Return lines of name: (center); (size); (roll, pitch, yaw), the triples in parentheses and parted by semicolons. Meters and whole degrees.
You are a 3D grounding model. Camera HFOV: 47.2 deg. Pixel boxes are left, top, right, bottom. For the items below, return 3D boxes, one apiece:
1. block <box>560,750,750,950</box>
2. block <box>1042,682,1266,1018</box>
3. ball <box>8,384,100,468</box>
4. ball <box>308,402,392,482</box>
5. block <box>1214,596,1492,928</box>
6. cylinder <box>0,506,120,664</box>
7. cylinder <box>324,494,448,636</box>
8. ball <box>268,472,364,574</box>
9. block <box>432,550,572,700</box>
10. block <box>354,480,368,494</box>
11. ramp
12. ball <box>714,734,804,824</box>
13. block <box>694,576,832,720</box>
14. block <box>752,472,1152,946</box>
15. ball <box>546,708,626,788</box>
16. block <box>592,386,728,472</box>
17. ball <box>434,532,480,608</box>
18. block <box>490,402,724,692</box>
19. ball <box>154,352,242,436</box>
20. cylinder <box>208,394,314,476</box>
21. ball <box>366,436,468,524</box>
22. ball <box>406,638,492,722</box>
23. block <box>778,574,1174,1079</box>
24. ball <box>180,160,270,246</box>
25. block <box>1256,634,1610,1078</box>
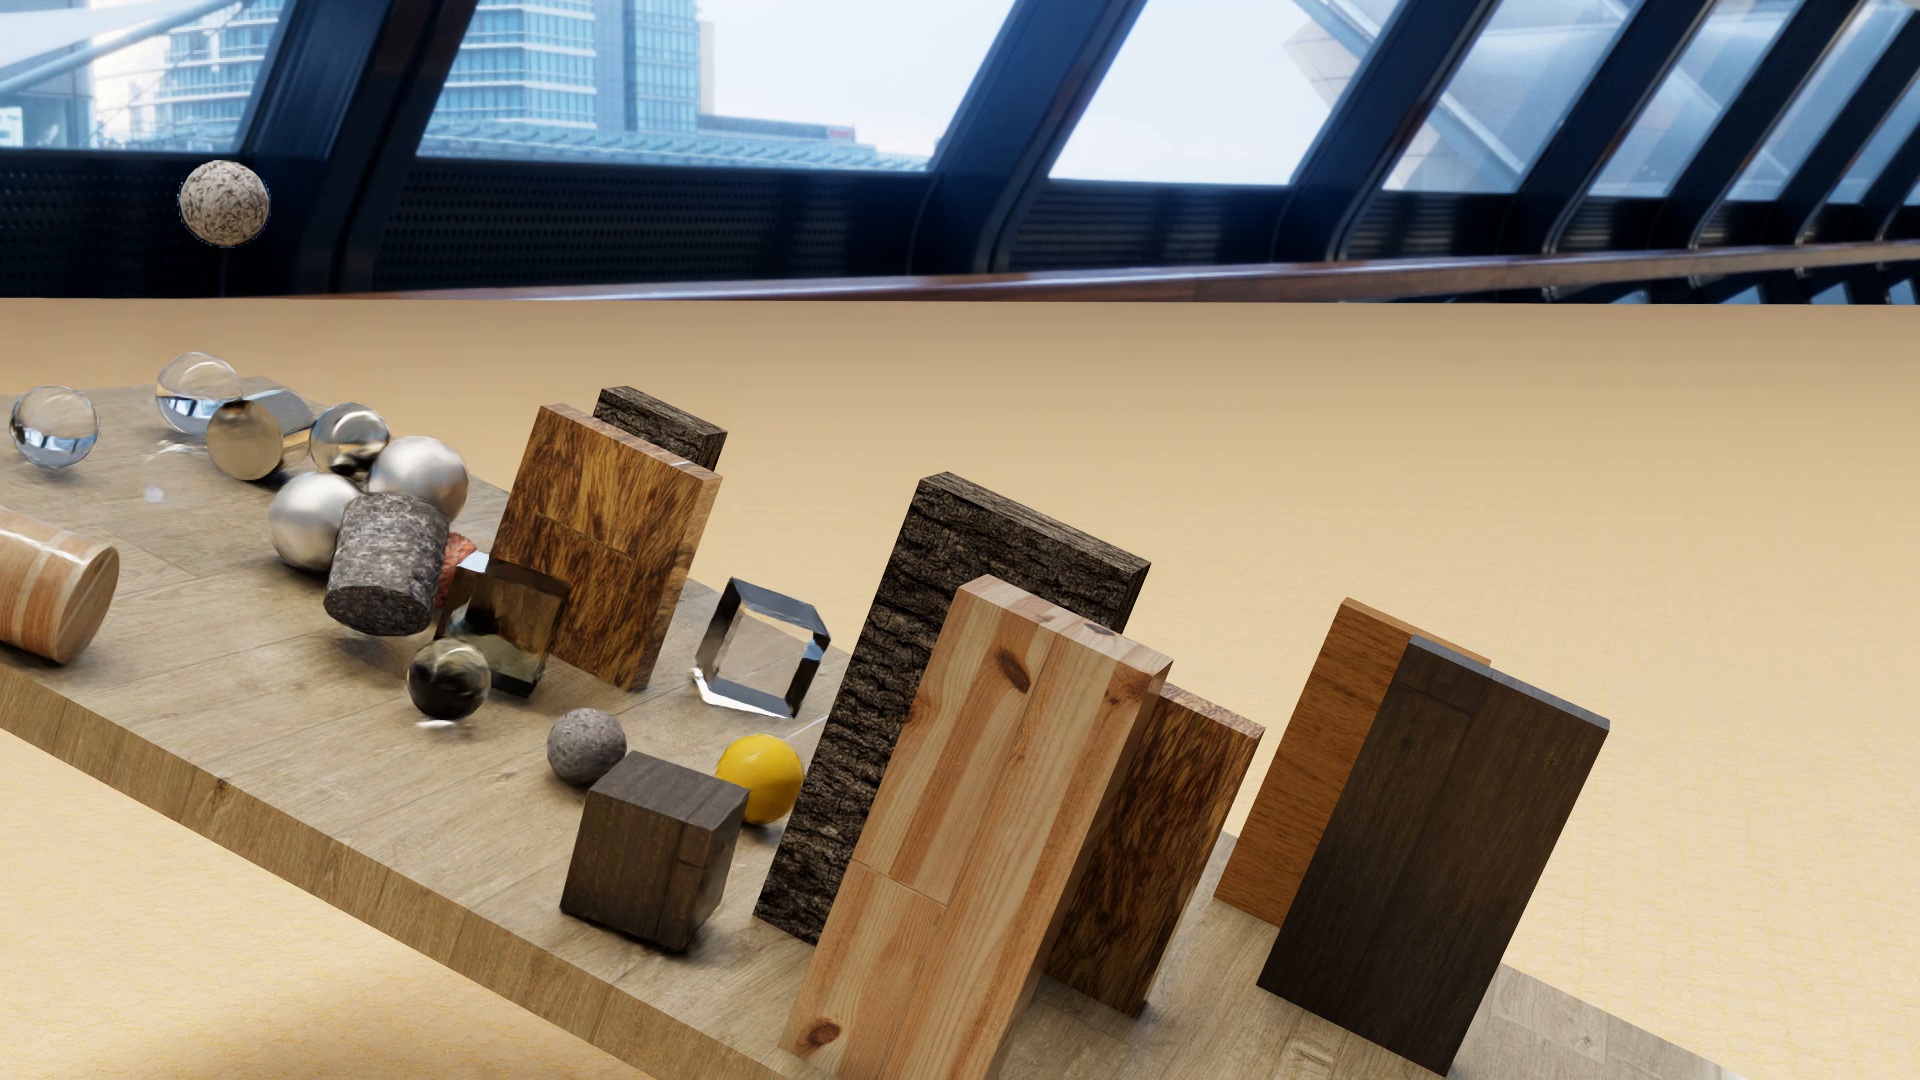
block: (-0.473, 0.480, 3.432); (0.202, 0.202, 0.202); (18, 14, 7)
block: (0.248, 0.499, 3.834); (0.376, 0.544, 0.105); (24, 13, 13)
ball: (-1.799, -0.224, 4.366); (0.166, 0.166, 0.166); (0, 7, 0)
ball: (-1.238, -0.197, 4.466); (0.163, 0.163, 0.163); (0, 7, 0)
block: (0.795, 0.489, 4.477); (0.314, 0.672, 0.097); (24, 13, 13)
cylinder: (-1.502, 0.070, 3.546); (0.203, 0.203, 0.203); (21, 7, -2)
cylinder: (-1.063, 0.047, 4.082); (0.195, 0.195, 0.195); (2, -31, 1)
ball: (-1.267, -0.035, 4.361); (0.204, 0.204, 0.204); (0, 7, 0)
block: (-0.870, 0.158, 4.164); (0.197, 0.197, 0.197); (19, 6, -5)
block: (-1.217, -0.082, 4.680); (0.184, 0.184, 0.184); (10, 17, -42)
ramp: (-0.309, 0.548, 4.196); (4.000, 0.100, 2.000); (24, 13, 13)
ball: (-0.363, 0.433, 3.983); (0.164, 0.164, 0.164); (0, 7, 0)
block: (-0.418, 0.227, 4.647); (0.195, 0.195, 0.195); (20, 12, -21)
block: (-0.018, 0.327, 3.565); (0.368, 0.786, 0.143); (24, 13, 13)
ball: (-0.654, 0.363, 3.855); (0.139, 0.139, 0.139); (0, 7, 0)
block: (-0.742, -0.108, 5.043); (0.270, 0.412, 0.134); (24, 13, 13)
ball: (-1.039, 0.060, 4.430); (0.157, 0.157, 0.157); (0, 7, 0)
block: (-0.737, 0.012, 4.437); (0.379, 0.462, 0.096); (24, 13, 13)
ball: (-1.682, -0.323, 4.858); (0.183, 0.183, 0.183); (0, 7, 0)
cylinder: (-1.528, -0.232, 4.816); (0.175, 0.175, 0.175); (0, 5, 3)
ball: (-1.088, -0.110, 4.414); (0.199, 0.199, 0.199); (0, 7, 0)
ball: (-0.907, 0.248, 3.904); (0.147, 0.147, 0.147); (0, 7, 0)
block: (0.019, 0.456, 3.181); (0.299, 0.746, 0.146); (24, 13, 13)
ball: (-1.408, -0.645, 4.212); (0.163, 0.163, 0.163); (0, 7, 0)
block: (0.873, 0.585, 4.087); (0.383, 0.723, 0.103); (24, 13, 13)
